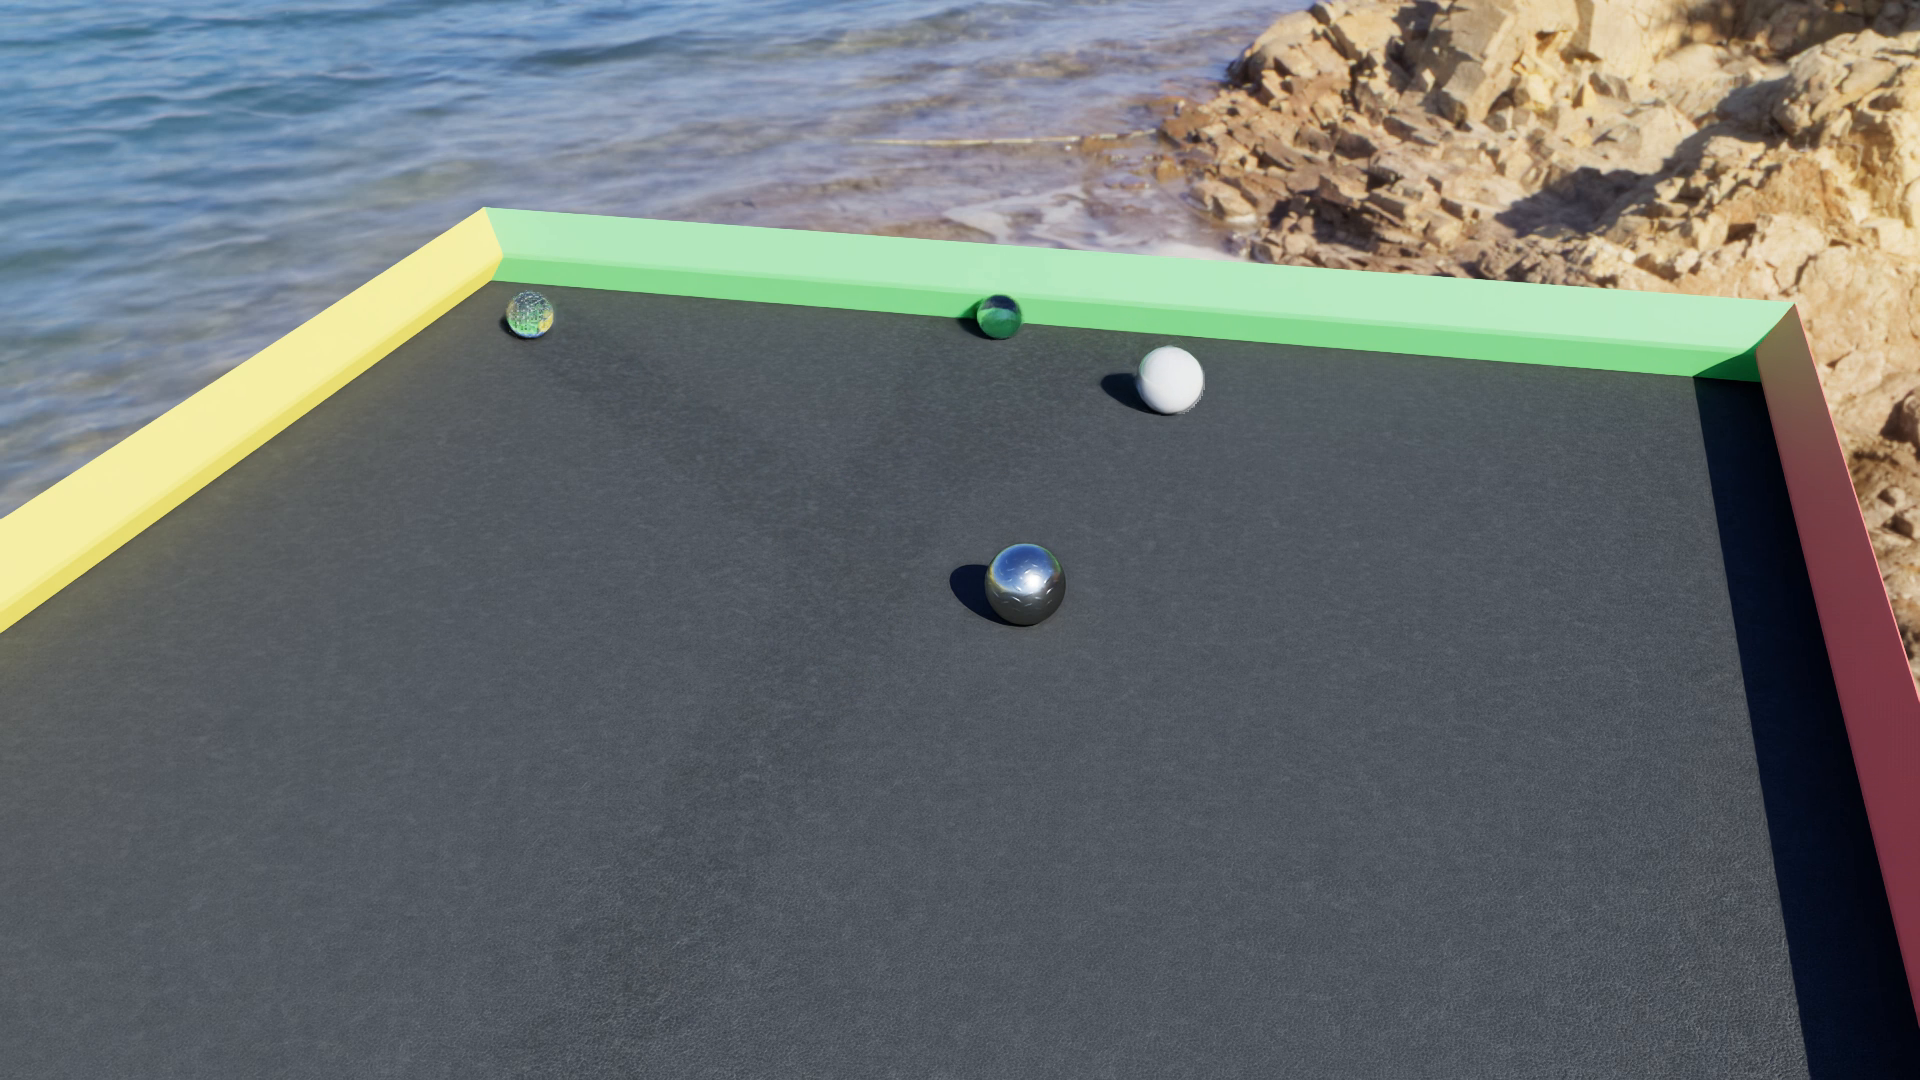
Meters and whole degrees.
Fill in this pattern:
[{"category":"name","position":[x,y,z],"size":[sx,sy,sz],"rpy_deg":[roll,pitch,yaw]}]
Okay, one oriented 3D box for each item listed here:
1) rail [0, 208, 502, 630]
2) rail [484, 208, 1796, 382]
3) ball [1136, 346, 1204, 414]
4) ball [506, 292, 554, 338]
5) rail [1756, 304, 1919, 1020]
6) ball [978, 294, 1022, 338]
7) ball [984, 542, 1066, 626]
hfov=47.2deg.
[{"category":"rail","position":[-1.034,0.216,1.796],"size":[0.045,0.108,3.144],"rpy_deg":[6,26,12]},{"category":"rail","position":[0.180,-0.331,2.973],"size":[1.794,0.108,0.045],"rpy_deg":[6,26,12]},{"category":"ball","position":[0.259,-0.198,2.719],"size":[0.083,0.083,0.083],"rpy_deg":[0,25,0]},{"category":"ball","position":[-0.581,-0.304,2.972],"size":[0.062,0.062,0.062],"rpy_deg":[0,25,0]},{"category":"rail","position":[0.663,0.390,1.422],"size":[0.045,0.108,3.144],"rpy_deg":[6,26,12]},{"category":"ball","position":[0.054,-0.302,2.969],"size":[0.062,0.062,0.062],"rpy_deg":[0,25,0]},{"category":"ball","position":[0.065,0.044,2.200],"size":[0.082,0.082,0.082],"rpy_deg":[0,25,0]}]
